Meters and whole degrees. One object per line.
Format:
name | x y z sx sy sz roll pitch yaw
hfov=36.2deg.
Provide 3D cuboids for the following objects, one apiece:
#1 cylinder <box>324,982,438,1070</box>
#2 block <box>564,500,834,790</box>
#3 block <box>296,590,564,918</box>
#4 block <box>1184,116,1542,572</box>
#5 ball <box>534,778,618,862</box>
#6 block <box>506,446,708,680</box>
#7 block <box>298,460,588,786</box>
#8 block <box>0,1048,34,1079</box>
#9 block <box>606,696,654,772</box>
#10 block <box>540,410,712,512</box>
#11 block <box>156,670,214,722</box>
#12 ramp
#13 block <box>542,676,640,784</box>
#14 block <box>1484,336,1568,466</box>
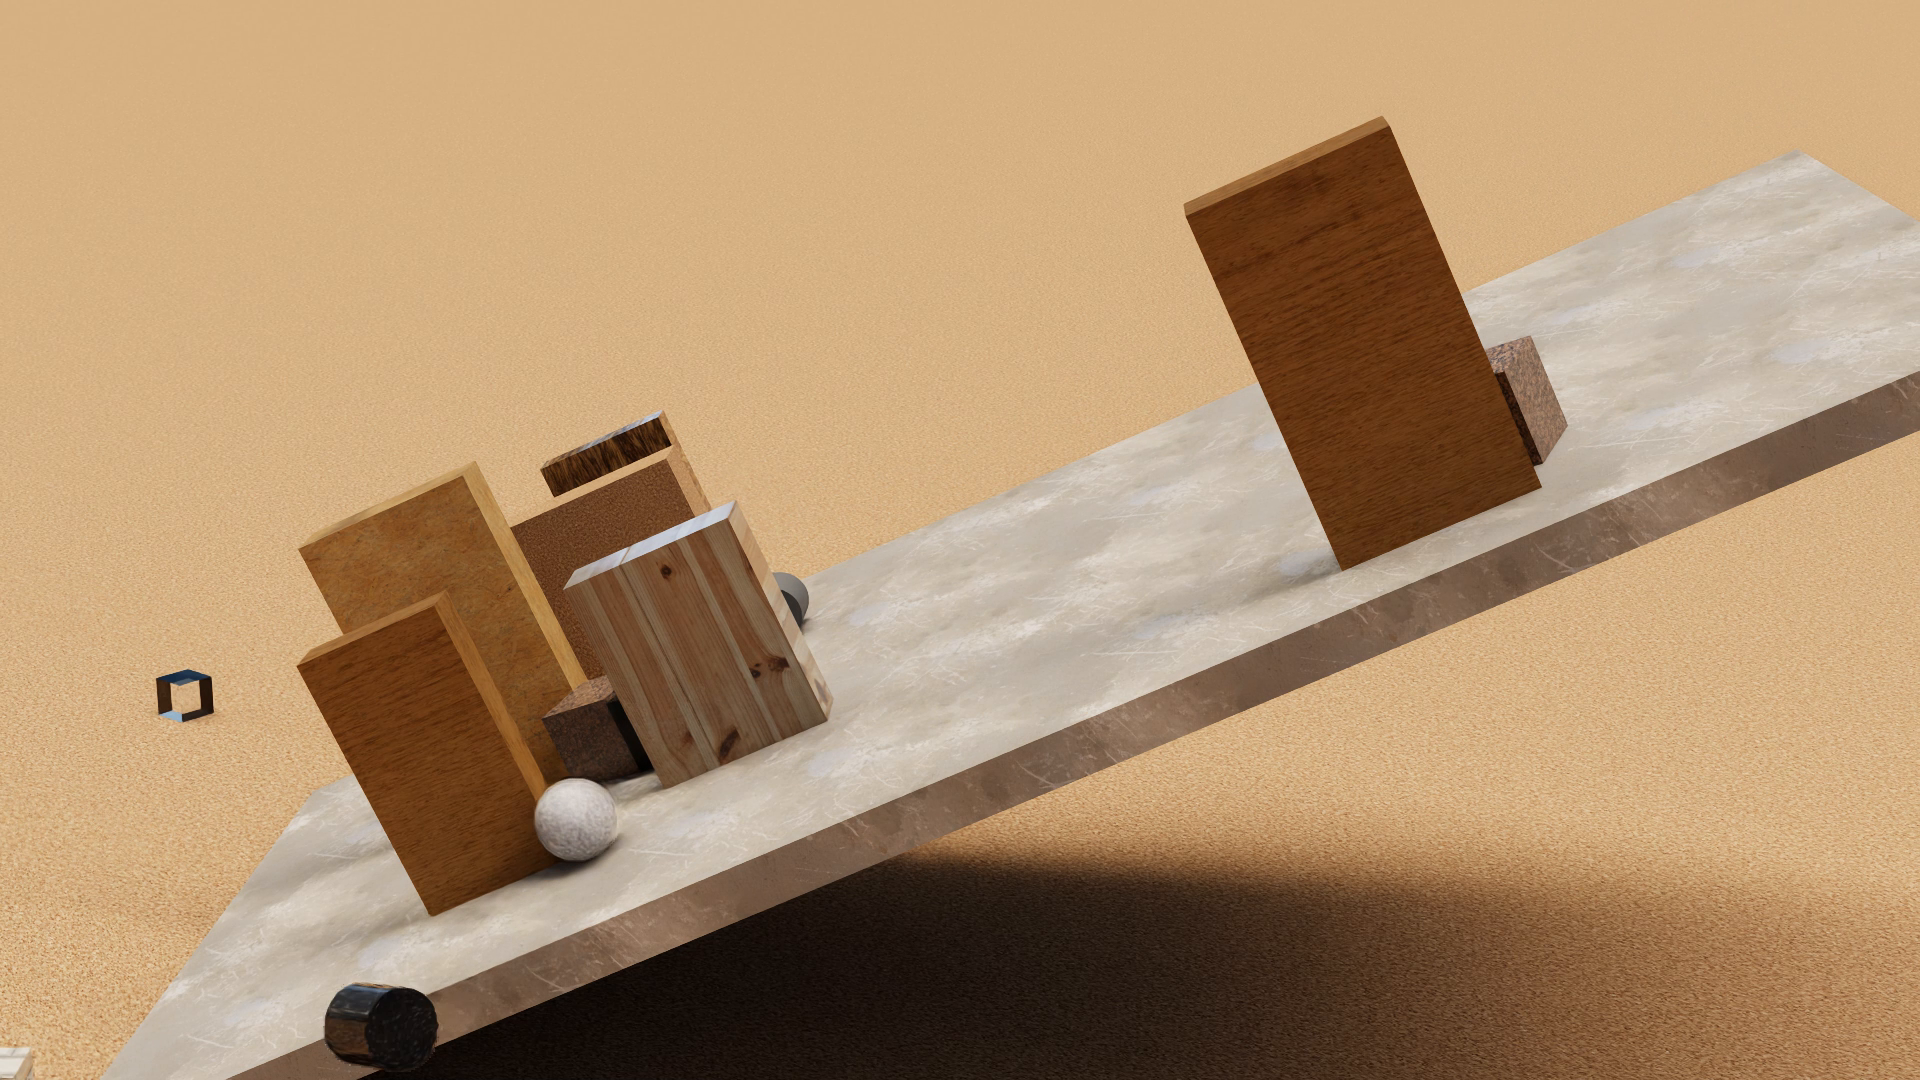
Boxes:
cylinder | -1.041 0.874 5.289 0.147 0.147 0.147 -14 6 -41
block | -0.535 0.217 6.066 0.373 0.472 0.144 -23 13 9
block | -1.051 0.432 5.927 0.310 0.584 0.112 -23 13 9
block | 0.737 -0.357 5.389 0.394 0.723 0.146 -23 13 9
ball | -0.763 0.555 5.844 0.165 0.165 0.165 0 15 0
block | -0.763 0.103 6.874 0.439 0.502 0.136 -23 13 9
block | -1.105 0.236 6.517 0.406 0.712 0.137 -23 13 9
block | -1.947 1.115 5.900 0.142 0.142 0.142 -1 15 -3
block | -0.616 0.368 6.300 0.168 0.168 0.168 -18 15 30
block | -0.747 0.001 7.132 0.318 0.552 0.082 -23 13 9
block | -2.212 0.444 8.396 0.110 0.110 0.110 12 20 38
ramp | 0.134 0.169 6.283 4.000 0.100 2.000 -23 13 9
block | -0.758 0.405 6.393 0.179 0.179 0.179 -18 15 30
block | 1.012 -0.243 5.611 0.194 0.194 0.194 -17 15 32
